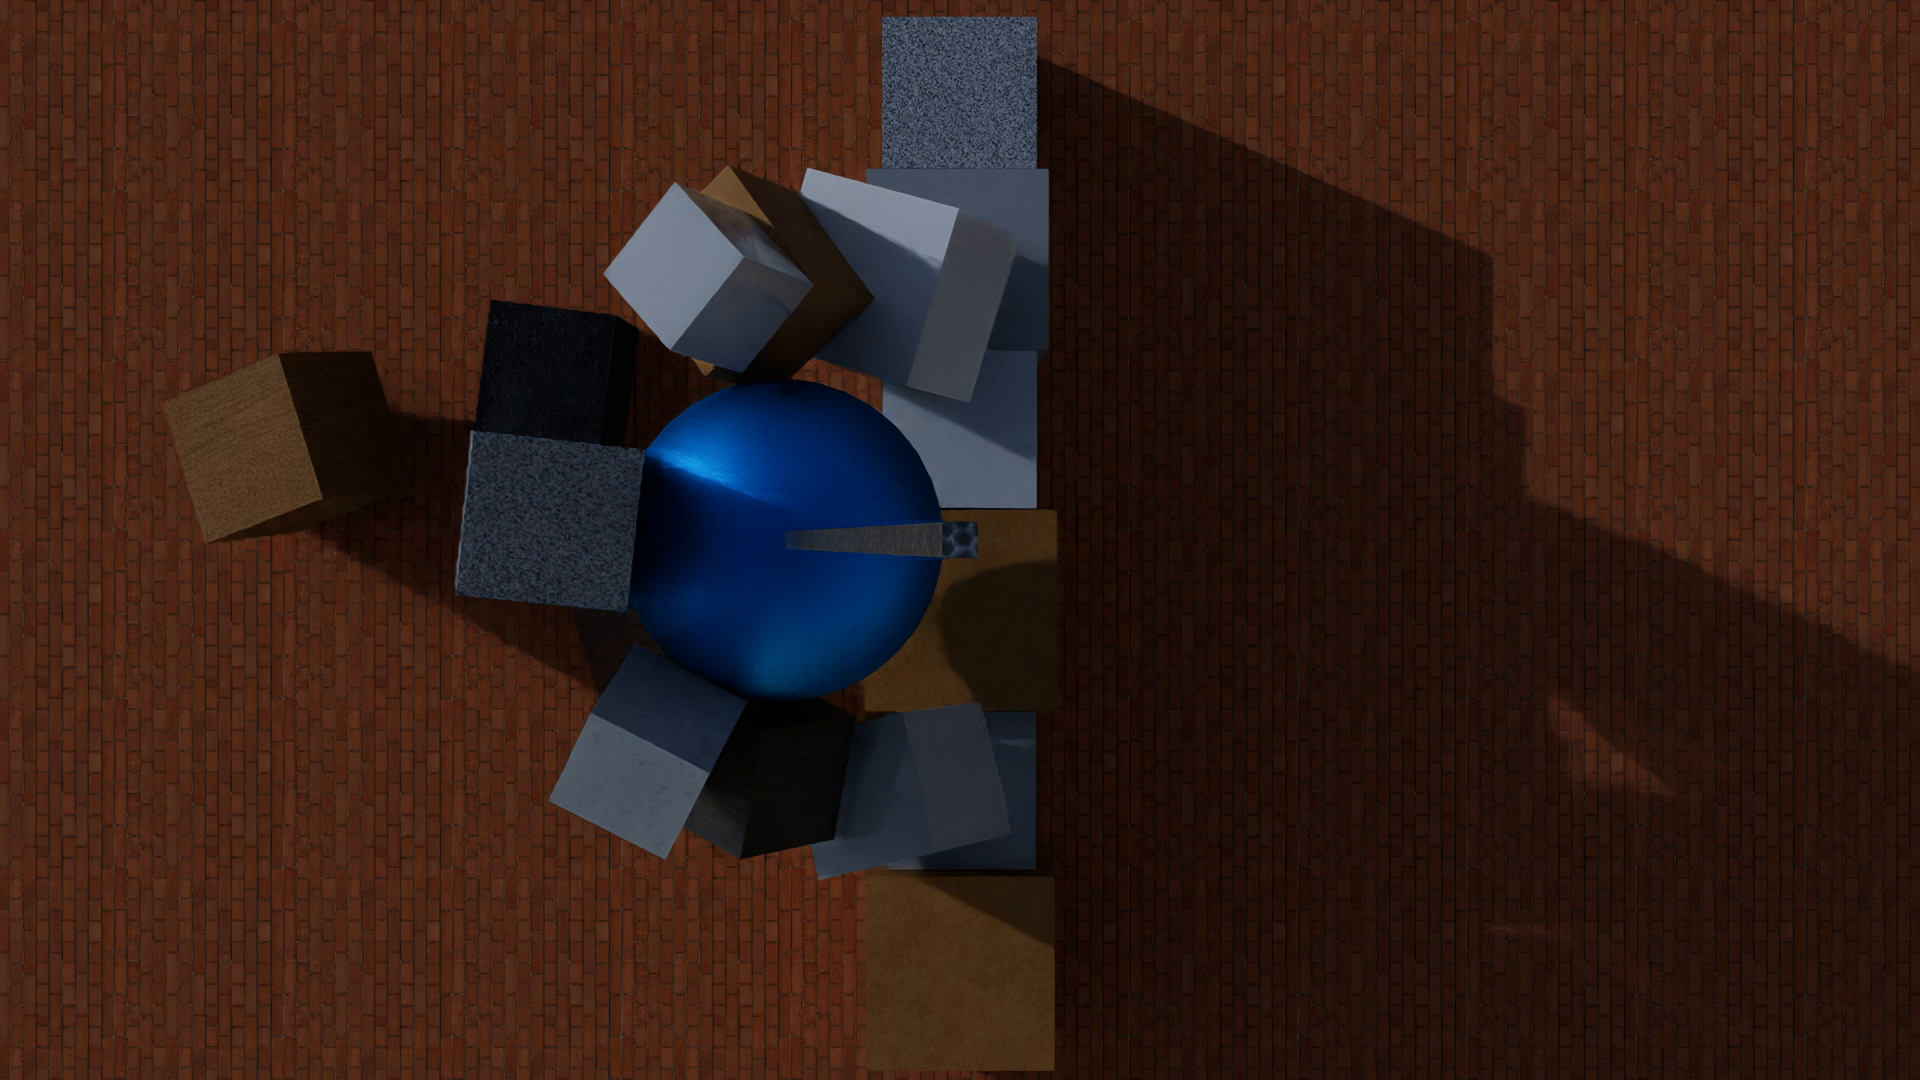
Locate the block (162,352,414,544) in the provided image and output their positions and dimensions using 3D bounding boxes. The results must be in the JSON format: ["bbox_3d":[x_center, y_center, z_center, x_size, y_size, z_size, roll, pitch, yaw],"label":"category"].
[{"bbox_3d":[-3.794,-0.532,12.449,0.855,0.809,0.828,-18,88,23],"label":"block"}]

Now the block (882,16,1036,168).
[{"bbox_3d":[-0.003,-2.459,12.544,0.852,0.912,0.835,0,90,0],"label":"block"}]

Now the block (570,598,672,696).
[{"bbox_3d":[-1.741,0.615,12.637,0.675,0.662,0.743,-17,93,2],"label":"block"}]

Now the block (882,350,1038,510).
[{"bbox_3d":[-0.002,-0.604,12.486,0.840,1.027,0.859,0,90,0],"label":"block"}]

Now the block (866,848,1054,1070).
[{"bbox_3d":[0.002,2.350,12.458,1.021,1.084,1.052,0,90,0],"label":"block"}]

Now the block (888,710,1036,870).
[{"bbox_3d":[0.009,1.379,12.550,0.815,0.900,0.870,0,90,0],"label":"block"}]

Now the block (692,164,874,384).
[{"bbox_3d":[-1.035,-1.286,10.955,0.725,0.677,0.737,-41,71,17],"label":"block"}]

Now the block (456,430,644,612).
[{"bbox_3d":[-1.904,-0.101,10.132,0.749,0.841,0.726,6,92,-13],"label":"block"}]

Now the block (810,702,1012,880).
[{"bbox_3d":[-0.308,1.309,11.569,0.708,0.847,0.723,-17,82,27],"label":"block"}]

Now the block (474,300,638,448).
[{"bbox_3d":[-2.302,-0.902,12.611,0.706,0.767,0.787,7,90,1],"label":"block"}]

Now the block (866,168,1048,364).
[{"bbox_3d":[-0.016,-1.536,12.520,1.001,0.960,0.991,0,90,0],"label":"block"}]

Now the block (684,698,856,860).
[{"bbox_3d":[-1.036,1.126,11.103,0.661,0.643,0.672,22,107,39],"label":"block"}]

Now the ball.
[{"bbox_3d":[-0.881,0.000,10.877,1.600,1.600,1.600,0,90,0],"label":"ball"}]

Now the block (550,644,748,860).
[{"bbox_3d":[-1.470,0.996,10.436,0.609,0.681,0.548,27,117,-3],"label":"block"}]

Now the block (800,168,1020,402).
[{"bbox_3d":[-0.364,-1.319,11.505,0.883,0.841,0.920,18,95,22],"label":"block"}]

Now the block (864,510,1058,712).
[{"bbox_3d":[0.006,0.383,12.486,1.050,1.028,1.095,0,90,0],"label":"block"}]

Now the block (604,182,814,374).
[{"bbox_3d":[-1.174,-1.219,10.293,0.556,0.586,0.559,-49,64,15],"label":"block"}]

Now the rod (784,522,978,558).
[{"bbox_3d":[-0.382,0.000,7.514,0.080,5.200,0.080,0,90,-8],"label":"rod"}]
